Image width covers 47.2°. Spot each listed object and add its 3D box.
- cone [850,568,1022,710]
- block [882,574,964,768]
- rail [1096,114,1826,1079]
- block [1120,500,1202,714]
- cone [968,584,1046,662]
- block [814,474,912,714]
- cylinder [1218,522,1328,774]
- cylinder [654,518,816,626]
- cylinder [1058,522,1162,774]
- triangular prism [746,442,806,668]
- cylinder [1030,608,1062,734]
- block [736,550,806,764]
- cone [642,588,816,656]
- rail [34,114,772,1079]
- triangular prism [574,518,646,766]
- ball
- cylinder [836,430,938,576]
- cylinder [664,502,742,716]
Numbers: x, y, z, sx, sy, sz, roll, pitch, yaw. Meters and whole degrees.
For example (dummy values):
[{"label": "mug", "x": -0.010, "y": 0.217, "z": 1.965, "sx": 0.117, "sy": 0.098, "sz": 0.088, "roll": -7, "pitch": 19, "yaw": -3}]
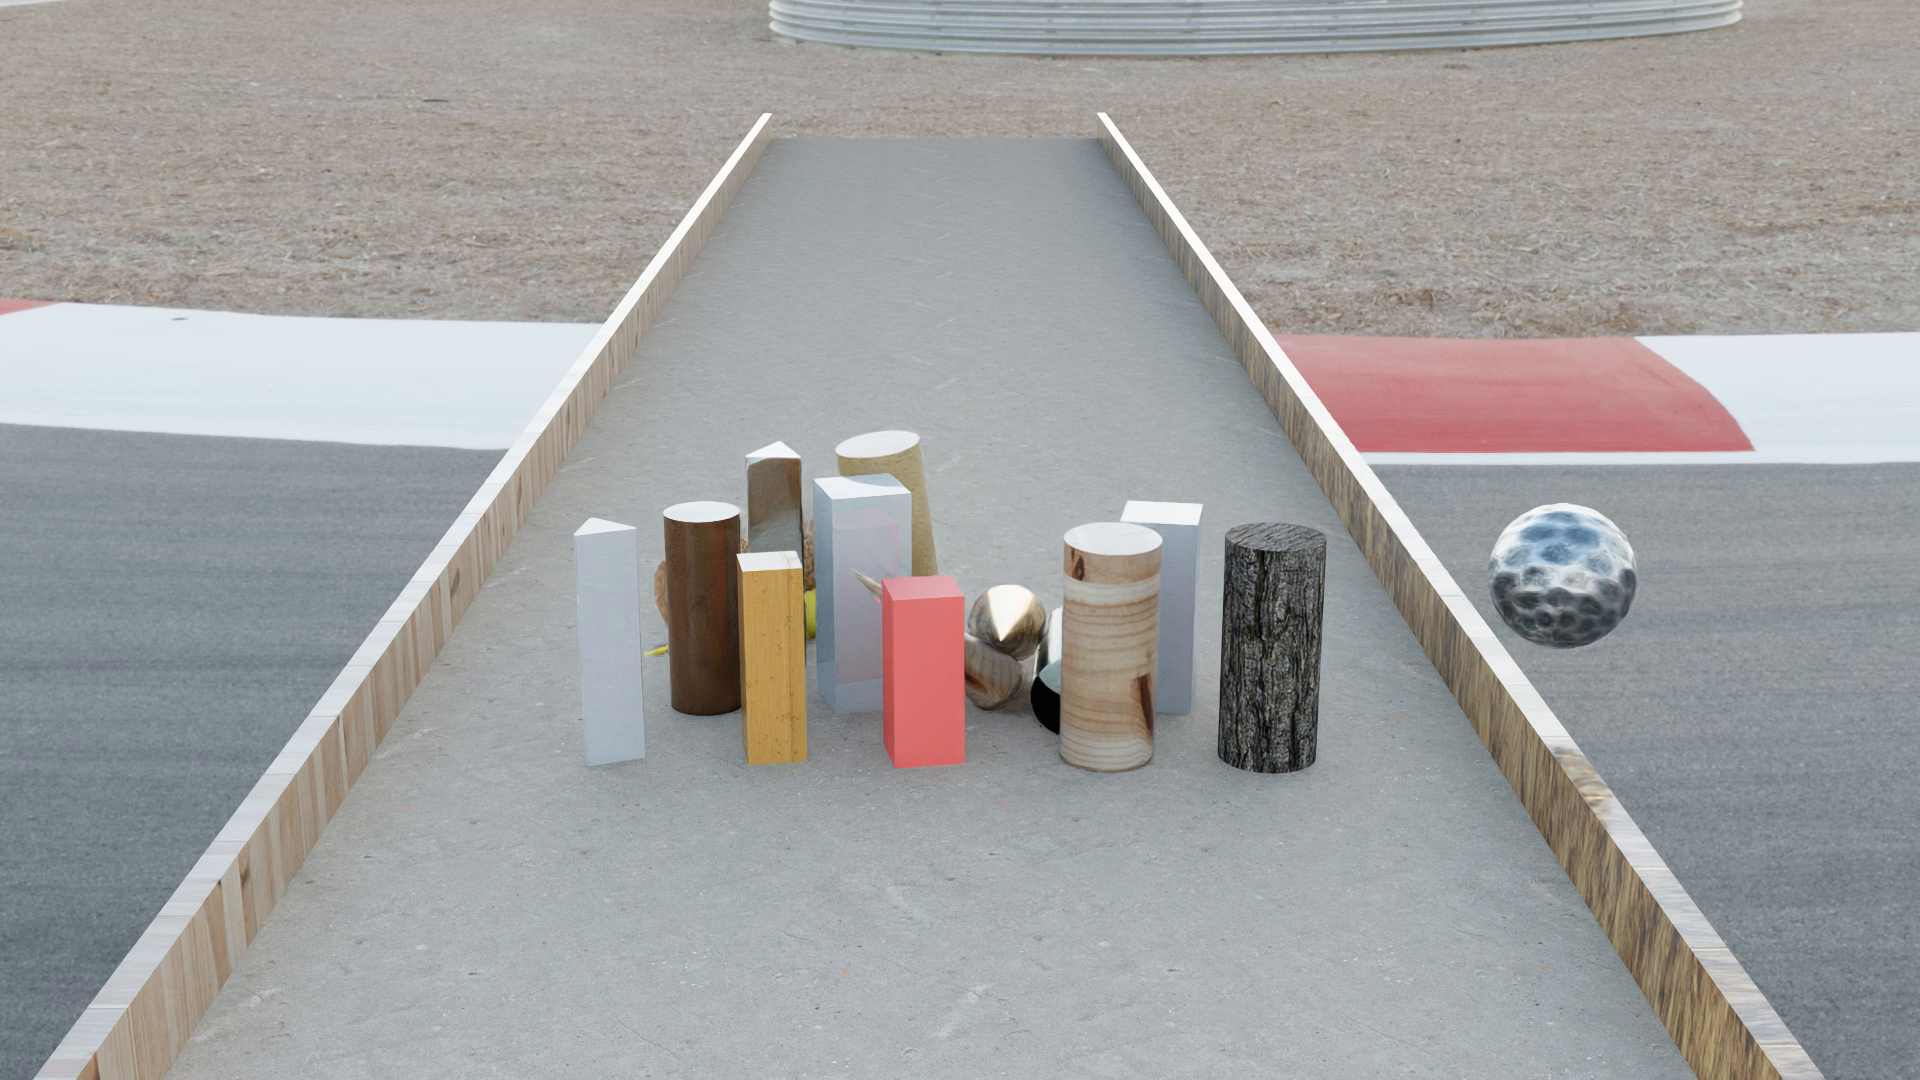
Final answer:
[{"label": "cone", "x": -0.061, "y": 0.161, "z": 4.026, "sx": 0.440, "sy": 0.114, "sz": 0.114, "roll": 40, "pitch": -11, "yaw": -38}, {"label": "block", "x": -0.065, "y": 0.232, "z": 3.900, "sx": 0.126, "sy": 0.311, "sz": 0.126, "roll": -3, "pitch": 17, "yaw": -10}, {"label": "rail", "x": 0.932, "y": -0.844, "z": 7.801, "sx": 0.050, "sy": 0.150, "sz": 12.000, "roll": 0, "pitch": 17, "yaw": -1}, {"label": "block", "x": 0.376, "y": 0.126, "z": 4.152, "sx": 0.142, "sy": 0.370, "sz": 0.142, "roll": 3, "pitch": 17, "yaw": 9}, {"label": "cone", "x": 0.085, "y": 0.173, "z": 4.169, "sx": 0.158, "sy": 0.158, "sz": 0.454, "roll": 1, "pitch": 2, "yaw": 3}, {"label": "block", "x": -0.183, "y": 0.100, "z": 4.153, "sx": 0.150, "sy": 0.420, "sz": 0.150, "roll": -5, "pitch": 17, "yaw": -16}, {"label": "cylinder", "x": 0.549, "y": 0.189, "z": 3.877, "sx": 0.175, "sy": 0.407, "sz": 0.175, "roll": 0, "pitch": 17, "yaw": 0}, {"label": "cylinder", "x": -0.401, "y": 0.065, "z": 4.545, "sx": 0.444, "sy": 0.160, "sz": 0.160, "roll": -17, "pitch": 24, "yaw": -37}, {"label": "cylinder", "x": 0.262, "y": 0.189, "z": 3.862, "sx": 0.169, "sy": 0.407, "sz": 0.169, "roll": 0, "pitch": 20, "yaw": 0}, {"label": "triangular prism", "x": -0.355, "y": 0.030, "z": 4.336, "sx": 0.104, "sy": 0.443, "sz": 0.090, "roll": 1, "pitch": 22, "yaw": 3}, {"label": "cylinder", "x": 0.217, "y": 0.242, "z": 4.143, "sx": 0.154, "sy": 0.154, "sz": 0.310, "roll": 1, "pitch": 17, "yaw": 4}, {"label": "block", "x": -0.333, "y": 0.209, "z": 3.896, "sx": 0.104, "sy": 0.359, "sz": 0.104, "roll": -3, "pitch": 17, "yaw": -11}, {"label": "cone", "x": -0.445, "y": 0.186, "z": 4.434, "sx": 0.448, "sy": 0.113, "sz": 0.113, "roll": -13, "pitch": 21, "yaw": -30}, {"label": "rail", "x": -1.118, "y": -0.838, "z": 7.780, "sx": 0.050, "sy": 0.150, "sz": 12.000, "roll": 0, "pitch": 17, "yaw": -1}, {"label": "triangular prism", "x": -0.629, "y": 0.177, "z": 3.885, "sx": 0.108, "sy": 0.425, "sz": 0.094, "roll": -7, "pitch": 18, "yaw": -23}, {"label": "ball", "x": 1.017, "y": 0.061, "z": 3.716, "sx": 0.246, "sy": 0.246, "sz": 0.246, "roll": 0, "pitch": 17, "yaw": 0}, {"label": "cylinder", "x": -0.131, "y": 0.022, "z": 4.337, "sx": 0.164, "sy": 0.446, "sz": 0.164, "roll": -7, "pitch": 19, "yaw": 2}, {"label": "cylinder", "x": -0.479, "y": 0.128, "z": 4.132, "sx": 0.141, "sy": 0.378, "sz": 0.141, "roll": 0, "pitch": 17, "yaw": 0}]
